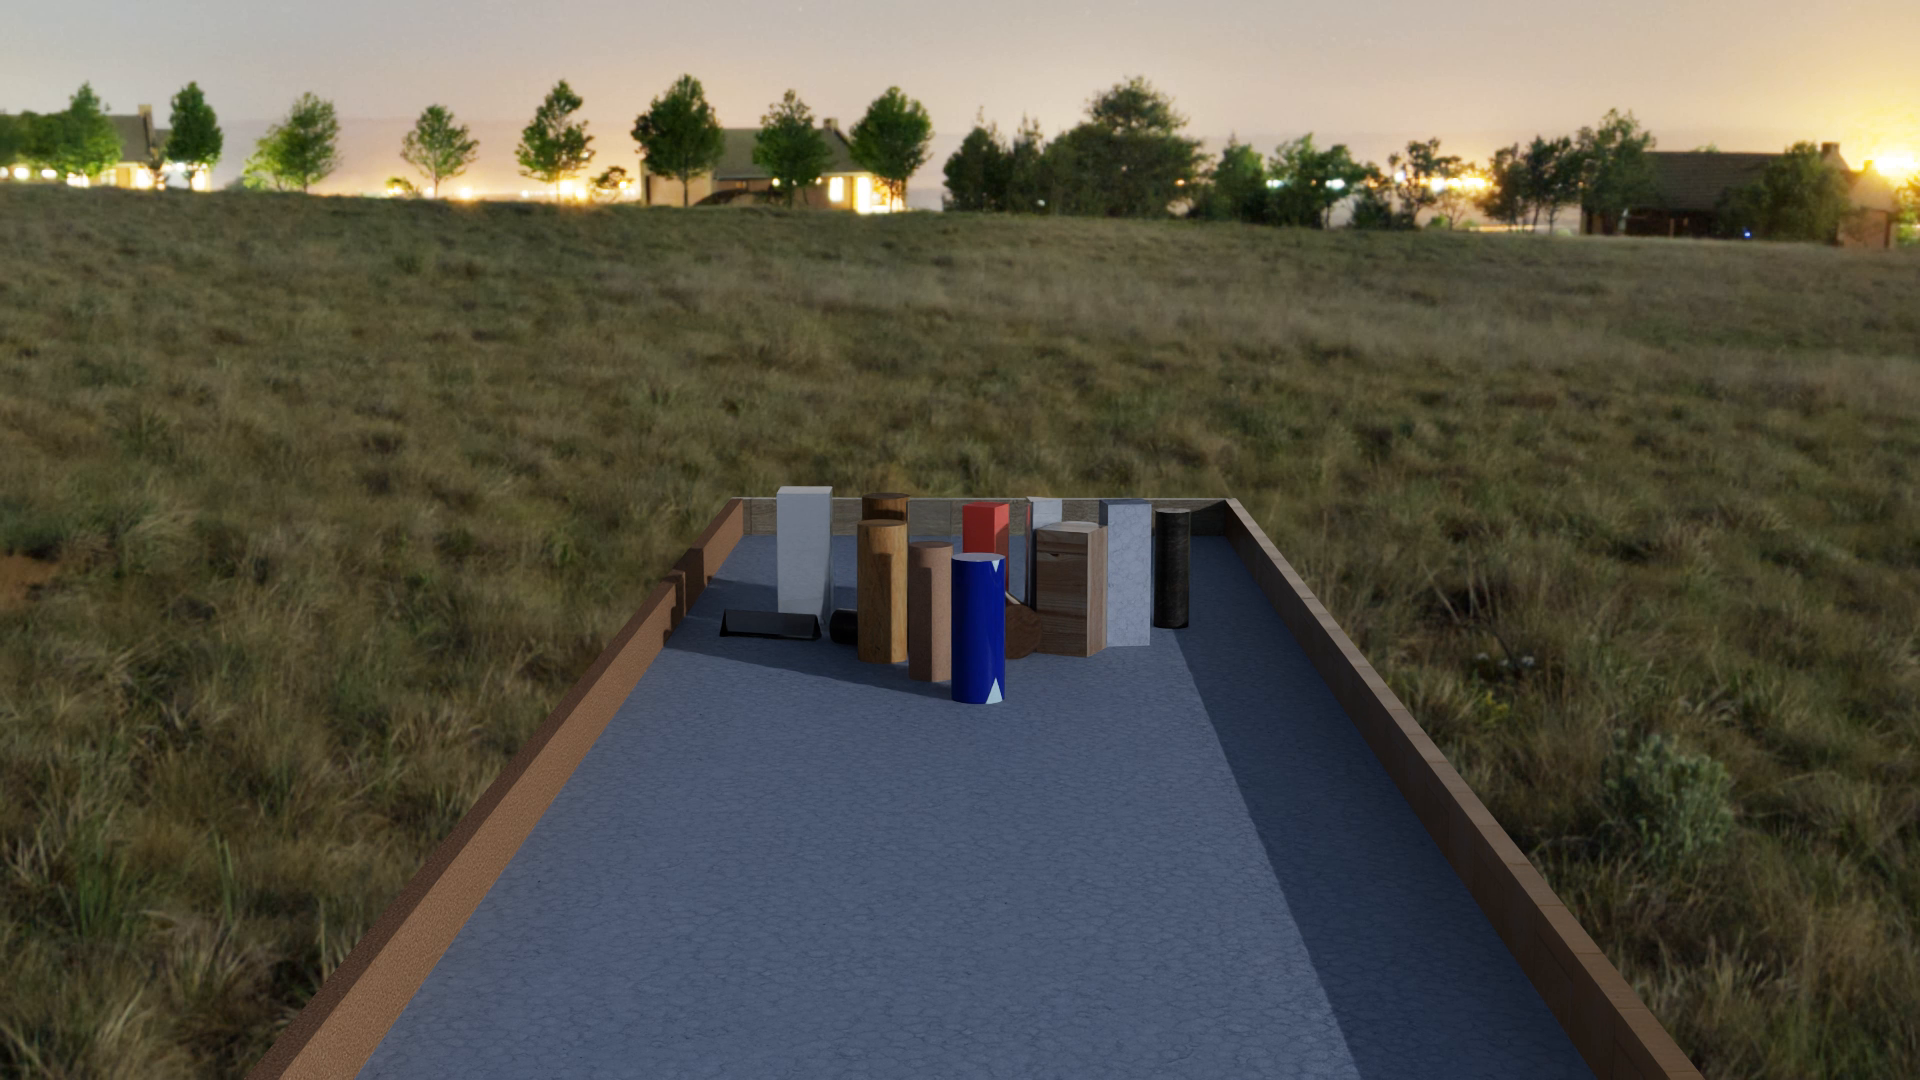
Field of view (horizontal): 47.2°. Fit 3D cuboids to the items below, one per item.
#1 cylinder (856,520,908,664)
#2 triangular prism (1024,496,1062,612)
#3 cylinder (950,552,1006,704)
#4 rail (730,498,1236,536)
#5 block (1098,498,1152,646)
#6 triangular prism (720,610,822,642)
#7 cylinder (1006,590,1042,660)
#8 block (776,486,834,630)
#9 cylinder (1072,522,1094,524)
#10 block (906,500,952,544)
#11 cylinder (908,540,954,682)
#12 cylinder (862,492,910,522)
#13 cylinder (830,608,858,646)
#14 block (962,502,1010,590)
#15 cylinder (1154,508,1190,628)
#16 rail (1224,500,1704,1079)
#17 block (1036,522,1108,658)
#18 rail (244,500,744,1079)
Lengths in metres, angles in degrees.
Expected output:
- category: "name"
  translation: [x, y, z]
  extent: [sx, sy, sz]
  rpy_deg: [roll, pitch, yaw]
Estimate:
- category: "cylinder"
  translation: [-0.237, 0.155, 6.689]
  extent: [0.152, 0.419, 0.152]
  rpy_deg: [0, 9, 0]
- category: "triangular prism"
  translation: [0.238, 0.095, 6.940]
  extent: [0.120, 0.458, 0.104]
  rpy_deg: [-6, 11, -36]
- category: "cylinder"
  translation: [0.051, 0.246, 6.168]
  extent: [0.152, 0.403, 0.152]
  rpy_deg: [0, 9, 0]
- category: "rail"
  translation: [0.099, -0.098, 9.147]
  extent: [2.100, 0.150, 0.050]
  rpy_deg: [0, 9, 1]
- category: "block"
  translation: [0.518, 0.101, 6.942]
  extent: [0.138, 0.448, 0.138]
  rpy_deg: [-1, 9, -8]
- category: "triangular prism"
  translation: [-0.607, 0.269, 7.041]
  extent: [0.315, 0.079, 0.092]
  rpy_deg: [3, 9, 17]
- category: "cylinder"
  translation: [0.132, 0.252, 6.872]
  extent: [0.170, 0.170, 0.358]
  rpy_deg: [-2, 9, -12]
- category: "block"
  translation: [-0.505, 0.060, 7.194]
  extent: [0.170, 0.451, 0.170]
  rpy_deg: [0, 9, 0]
- category: "cylinder"
  translation: [0.378, 0.117, 7.191]
  extent: [0.145, 0.338, 0.145]
  rpy_deg: [0, 9, 0]
- category: "block"
  translation: [-0.098, 0.097, 6.954]
  extent: [0.138, 0.439, 0.138]
  rpy_deg: [0, 3, 1]
- category: "cylinder"
  translation: [-0.085, 0.208, 6.439]
  extent: [0.132, 0.394, 0.132]
  rpy_deg: [0, 9, 0]
- category: "cylinder"
  translation: [-0.242, 0.067, 7.214]
  extent: [0.157, 0.429, 0.157]
  rpy_deg: [0, 9, 0]
- category: "cylinder"
  translation: [-0.199, 0.287, 6.843]
  extent: [0.422, 0.111, 0.111]
  rpy_deg: [5, 10, 29]
- category: "block"
  translation: [0.085, 0.082, 7.217]
  extent: [0.114, 0.400, 0.114]
  rpy_deg: [4, 10, 25]
- category: "cylinder"
  translation: [0.694, 0.092, 7.204]
  extent: [0.115, 0.383, 0.115]
  rpy_deg: [0, 9, 0]
- category: "rail"
  translation: [1.046, 0.843, 3.208]
  extent: [0.050, 0.150, 12.000]
  rpy_deg: [0, 9, 1]
- category: "block"
  translation: [0.348, 0.152, 6.815]
  extent: [0.168, 0.387, 0.168]
  rpy_deg: [4, 10, 24]
- category: "rail"
  translation: [-1.004, 0.839, 3.234]
  extent: [0.050, 0.150, 12.000]
  rpy_deg: [0, 9, 1]
